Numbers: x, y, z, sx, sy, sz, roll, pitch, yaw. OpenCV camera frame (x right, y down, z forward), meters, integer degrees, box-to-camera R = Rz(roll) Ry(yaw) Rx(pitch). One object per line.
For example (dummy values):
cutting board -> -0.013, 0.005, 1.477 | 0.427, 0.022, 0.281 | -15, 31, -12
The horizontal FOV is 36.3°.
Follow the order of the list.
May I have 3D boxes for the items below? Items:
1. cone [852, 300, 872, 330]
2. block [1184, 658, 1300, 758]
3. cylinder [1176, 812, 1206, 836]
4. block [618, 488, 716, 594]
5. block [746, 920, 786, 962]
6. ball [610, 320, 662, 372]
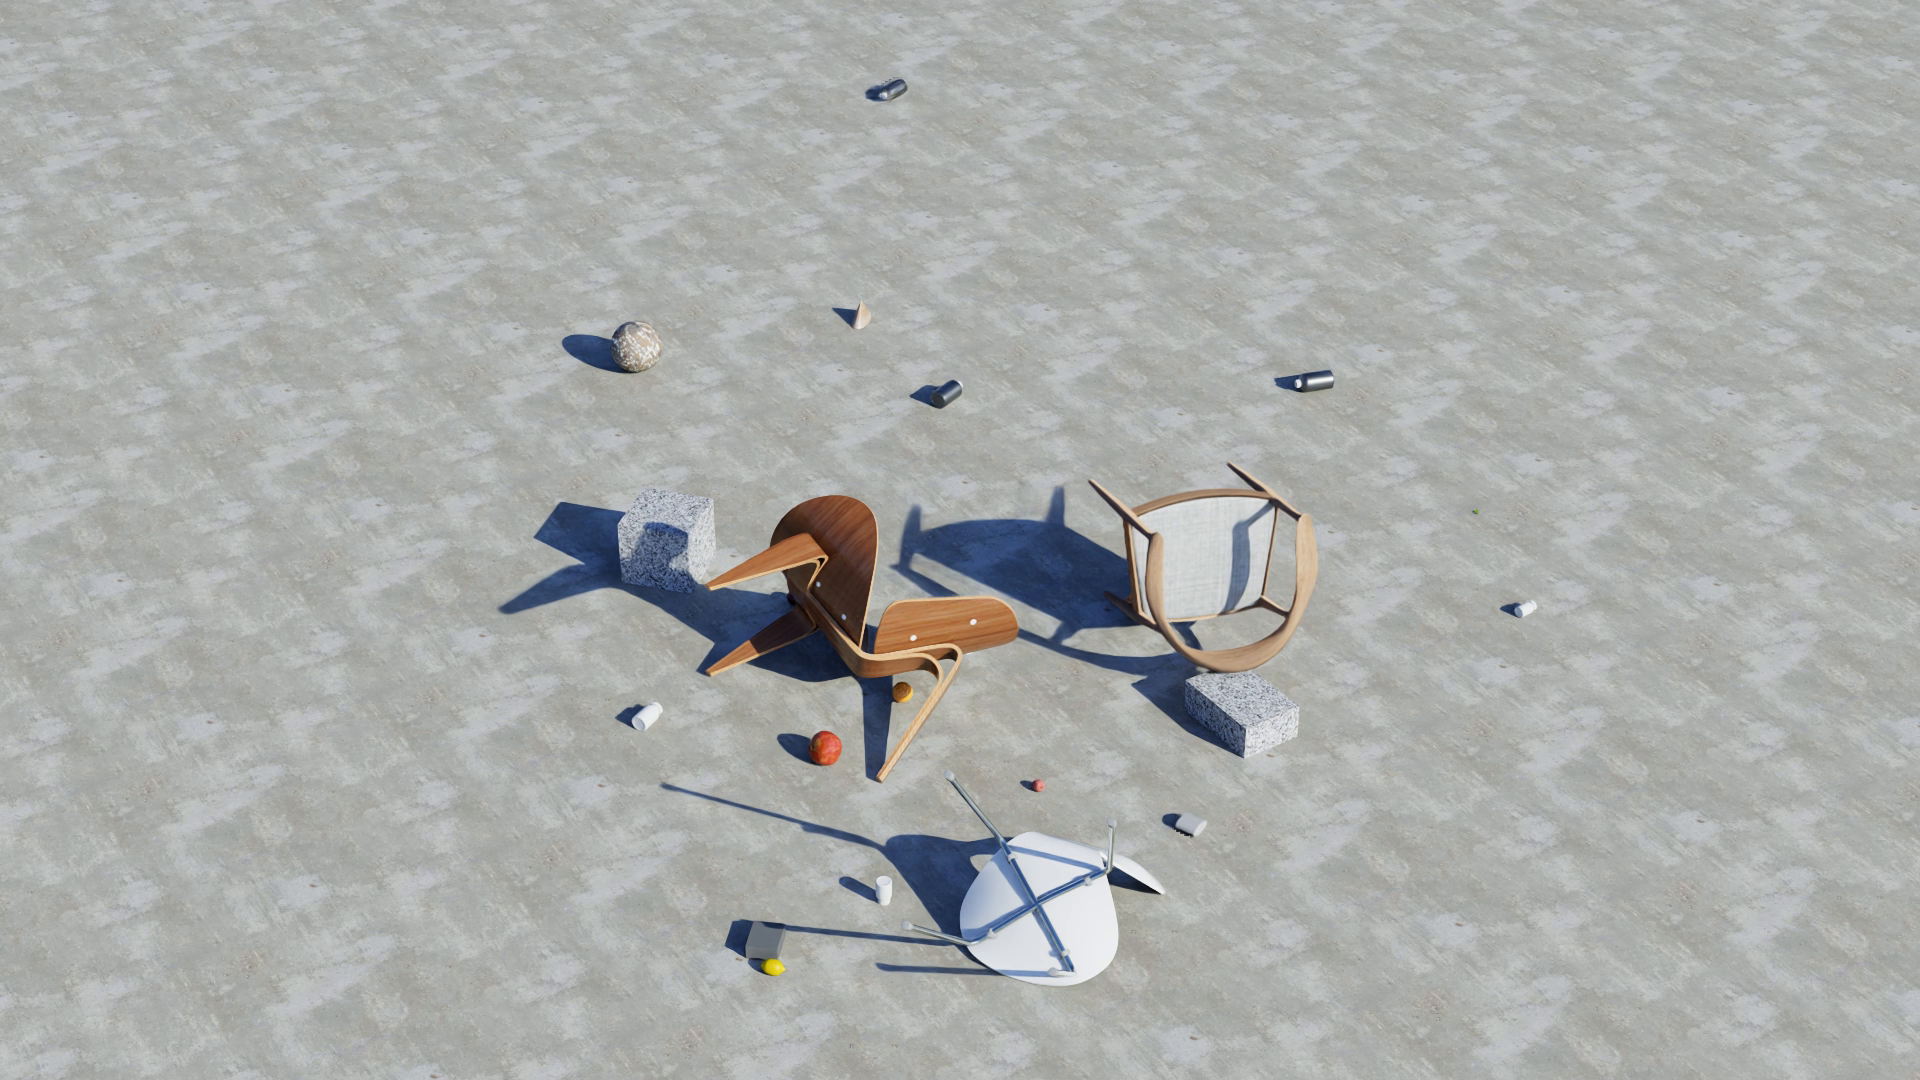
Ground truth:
cone -> -0.415, -0.967, 12.323 | 0.076, 0.098, 0.169 | 9, 35, 14
block -> 0.956, 0.572, 9.963 | 0.227, 0.126, 0.332 | -20, 38, -27
cylinder -> 0.750, 0.922, 9.510 | 0.071, 0.039, 0.076 | 23, 41, 30
block -> -1.069, 0.001, 10.716 | 0.269, 0.250, 0.263 | 9, 34, 14
block -> -0.598, 1.234, 9.026 | 0.099, 0.050, 0.121 | 5, 34, 7
ball -> -1.319, -0.789, 11.950 | 0.212, 0.212, 0.212 | 0, 33, 0
